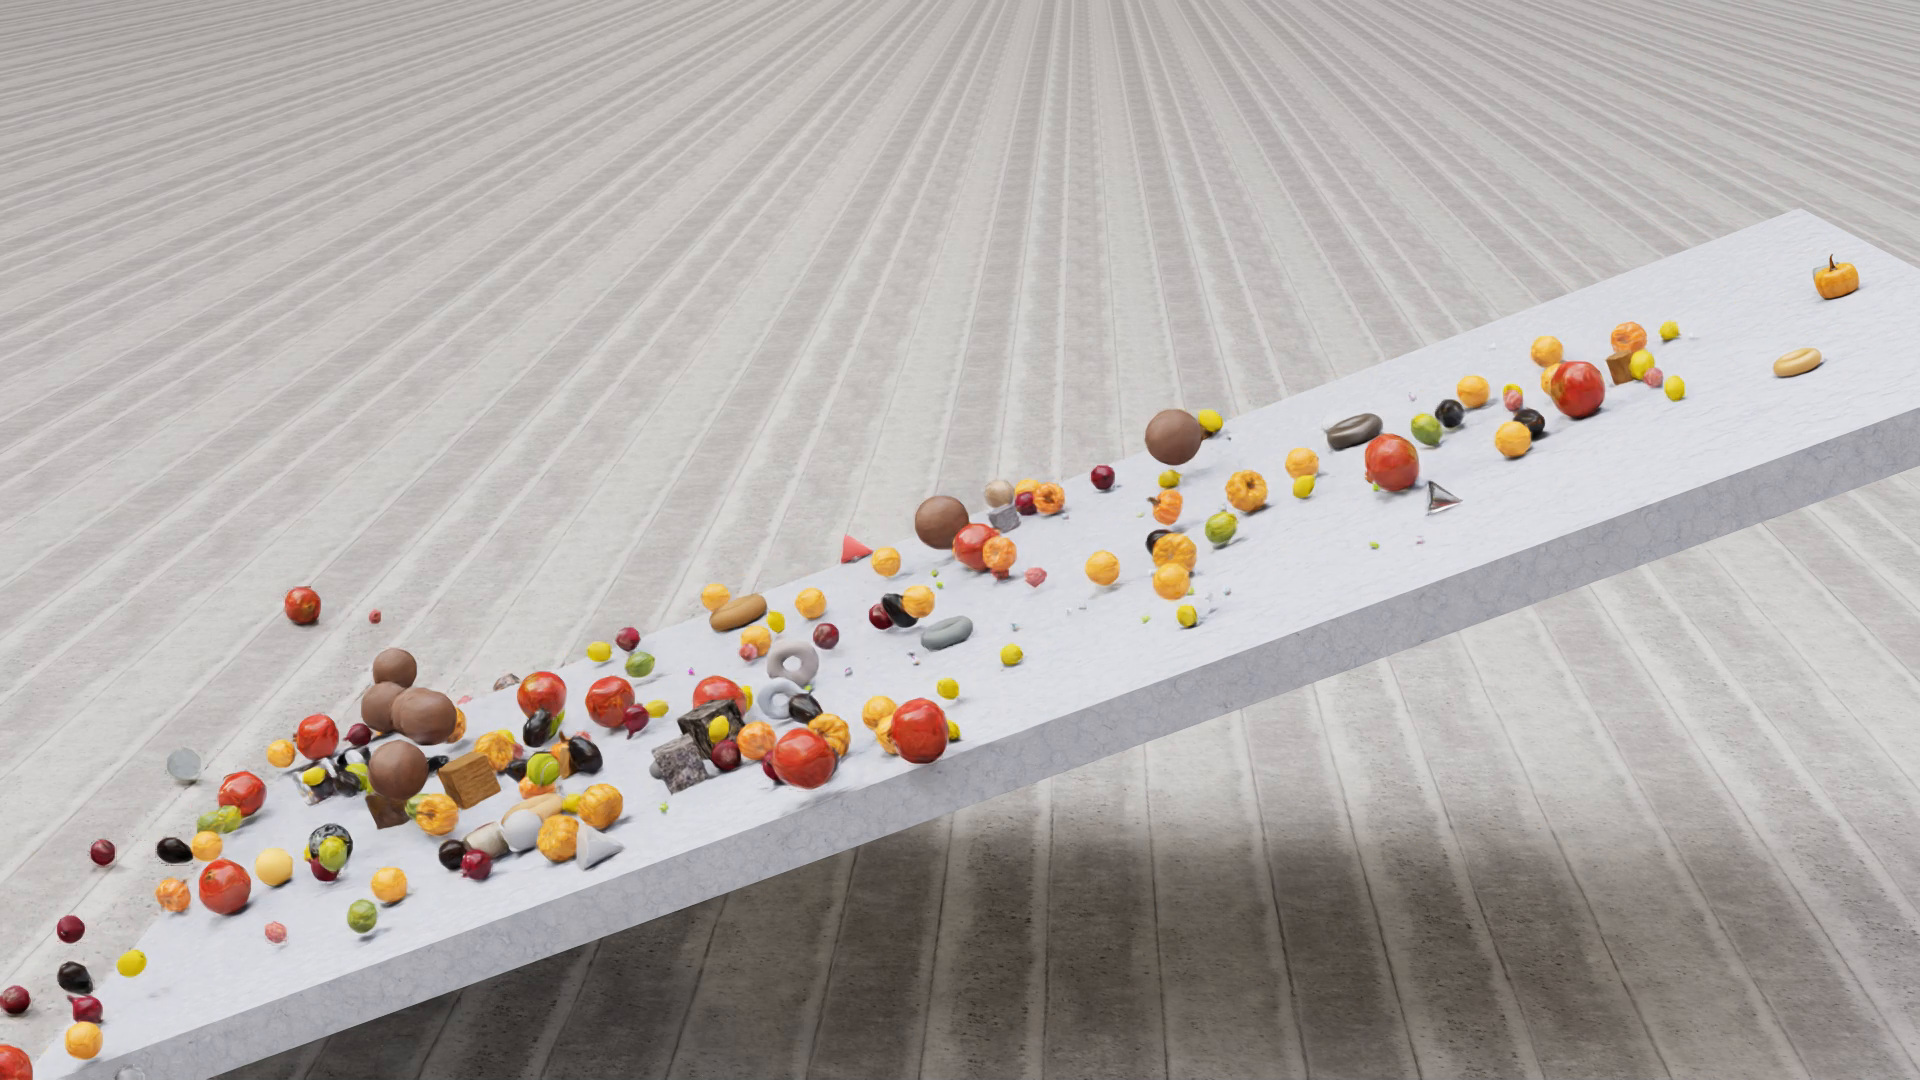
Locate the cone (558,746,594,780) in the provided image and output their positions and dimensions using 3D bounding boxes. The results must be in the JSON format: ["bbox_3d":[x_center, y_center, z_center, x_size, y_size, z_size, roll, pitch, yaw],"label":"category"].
[{"bbox_3d":[-0.814,0.477,6.285,0.069,0.069,0.069,2,11,-28],"label":"cone"}]

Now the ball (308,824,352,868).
[{"bbox_3d":[-1.346,0.654,6.291,0.093,0.093,0.093,0,13,0],"label":"ball"}]

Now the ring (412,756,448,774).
[{"bbox_3d":[-1.225,0.520,6.796,0.089,0.030,0.089,-16,-4,-1],"label":"ring"}]

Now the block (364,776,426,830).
[{"bbox_3d":[-1.245,0.578,6.479,0.080,0.080,0.080,-14,14,33],"label":"block"}]

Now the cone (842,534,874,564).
[{"bbox_3d":[-0.250,0.025,7.292,0.077,0.077,0.077,6,14,3],"label":"cone"}]

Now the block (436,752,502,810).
[{"bbox_3d":[-1.068,0.522,6.391,0.090,0.090,0.090,-28,13,-26],"label":"block"}]

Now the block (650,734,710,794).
[{"bbox_3d":[-0.556,0.445,5.842,0.082,0.082,0.082,-24,12,-9],"label":"block"}]

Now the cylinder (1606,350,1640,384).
[{"bbox_3d":[1.366,-0.356,6.064,0.054,0.054,0.054,-21,12,5],"label":"cylinder"}]

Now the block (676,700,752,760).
[{"bbox_3d":[-0.501,0.386,5.985,0.092,0.092,0.092,-30,14,-34],"label":"block"}]

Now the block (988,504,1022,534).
[{"bbox_3d":[0.104,-0.050,6.955,0.051,0.051,0.051,-26,12,-20],"label":"block"}]

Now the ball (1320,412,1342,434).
[{"bbox_3d":[0.834,-0.259,6.586,0.053,0.053,0.053,0,13,0],"label":"ball"}]

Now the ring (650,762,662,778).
[{"bbox_3d":[-0.587,0.456,5.975,0.094,0.031,0.094,-21,13,5],"label":"ring"}]

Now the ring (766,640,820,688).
[{"bbox_3d":[-0.354,0.262,6.223,0.112,0.112,0.037,-1,20,-5],"label":"ring"}]

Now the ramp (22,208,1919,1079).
[{"bbox_3d":[0.120,0.175,6.293,4.000,0.100,2.000,-20,12,7],"label":"ramp"}]

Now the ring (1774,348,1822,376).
[{"bbox_3d":[1.602,-0.340,5.629,0.094,0.031,0.094,-22,12,5],"label":"ring"}]

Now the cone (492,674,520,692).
[{"bbox_3d":[-1.265,0.441,8.336,0.092,0.092,0.092,-9,26,-33],"label":"cone"}]

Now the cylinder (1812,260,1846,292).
[{"bbox_3d":[1.814,-0.550,6.144,0.050,0.050,0.050,-26,2,24],"label":"cylinder"}]

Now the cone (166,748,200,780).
[{"bbox_3d":[-2.030,0.602,7.698,0.087,0.087,0.087,-3,-25,-14],"label":"cone"}]

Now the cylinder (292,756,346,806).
[{"bbox_3d":[-1.519,0.571,6.972,0.092,0.092,0.092,-27,25,-24],"label":"cylinder"}]

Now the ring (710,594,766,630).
[{"bbox_3d":[-0.535,0.176,7.097,0.146,0.049,0.146,-22,11,4],"label":"ring"}]

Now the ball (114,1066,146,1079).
[{"bbox_3d":[-1.546,1.007,5.474,0.058,0.058,0.058,0,13,0],"label":"ball"}]

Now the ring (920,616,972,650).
[{"bbox_3d":[-0.028,0.194,6.133,0.115,0.038,0.115,-20,12,4],"label":"ring"}]

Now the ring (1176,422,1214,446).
[{"bbox_3d":[0.568,-0.258,7.105,0.098,0.033,0.098,-21,13,5],"label":"ring"}]

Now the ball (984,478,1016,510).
[{"bbox_3d":[0.096,-0.111,7.180,0.078,0.078,0.078,0,13,0],"label":"ball"}]

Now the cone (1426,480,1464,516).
[{"bbox_3d":[0.934,-0.077,5.647,0.068,0.068,0.068,6,14,3],"label":"cone"}]

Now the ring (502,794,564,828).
[{"bbox_3d":[-0.869,0.558,5.990,0.134,0.045,0.134,-20,11,4],"label":"ring"}]

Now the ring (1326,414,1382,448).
[{"bbox_3d":[0.867,-0.239,6.464,0.129,0.043,0.129,-21,13,5],"label":"ring"}]

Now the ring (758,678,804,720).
[{"bbox_3d":[-0.366,0.324,5.987,0.094,0.094,0.031,0,27,-1],"label":"ring"}]

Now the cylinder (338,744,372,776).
[{"bbox_3d":[-1.465,0.534,7.122,0.060,0.060,0.060,6,24,25],"label":"cylinder"}]

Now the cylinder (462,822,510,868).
[{"bbox_3d":[-0.942,0.605,5.846,0.069,0.069,0.069,-27,24,-22],"label":"cylinder"}]

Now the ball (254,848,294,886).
[{"bbox_3d":[-1.476,0.703,6.328,0.083,0.083,0.083,0,13,0],"label":"ball"}]

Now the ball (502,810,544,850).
[{"bbox_3d":[-0.864,0.574,5.818,0.080,0.080,0.080,0,13,0],"label":"ball"}]
